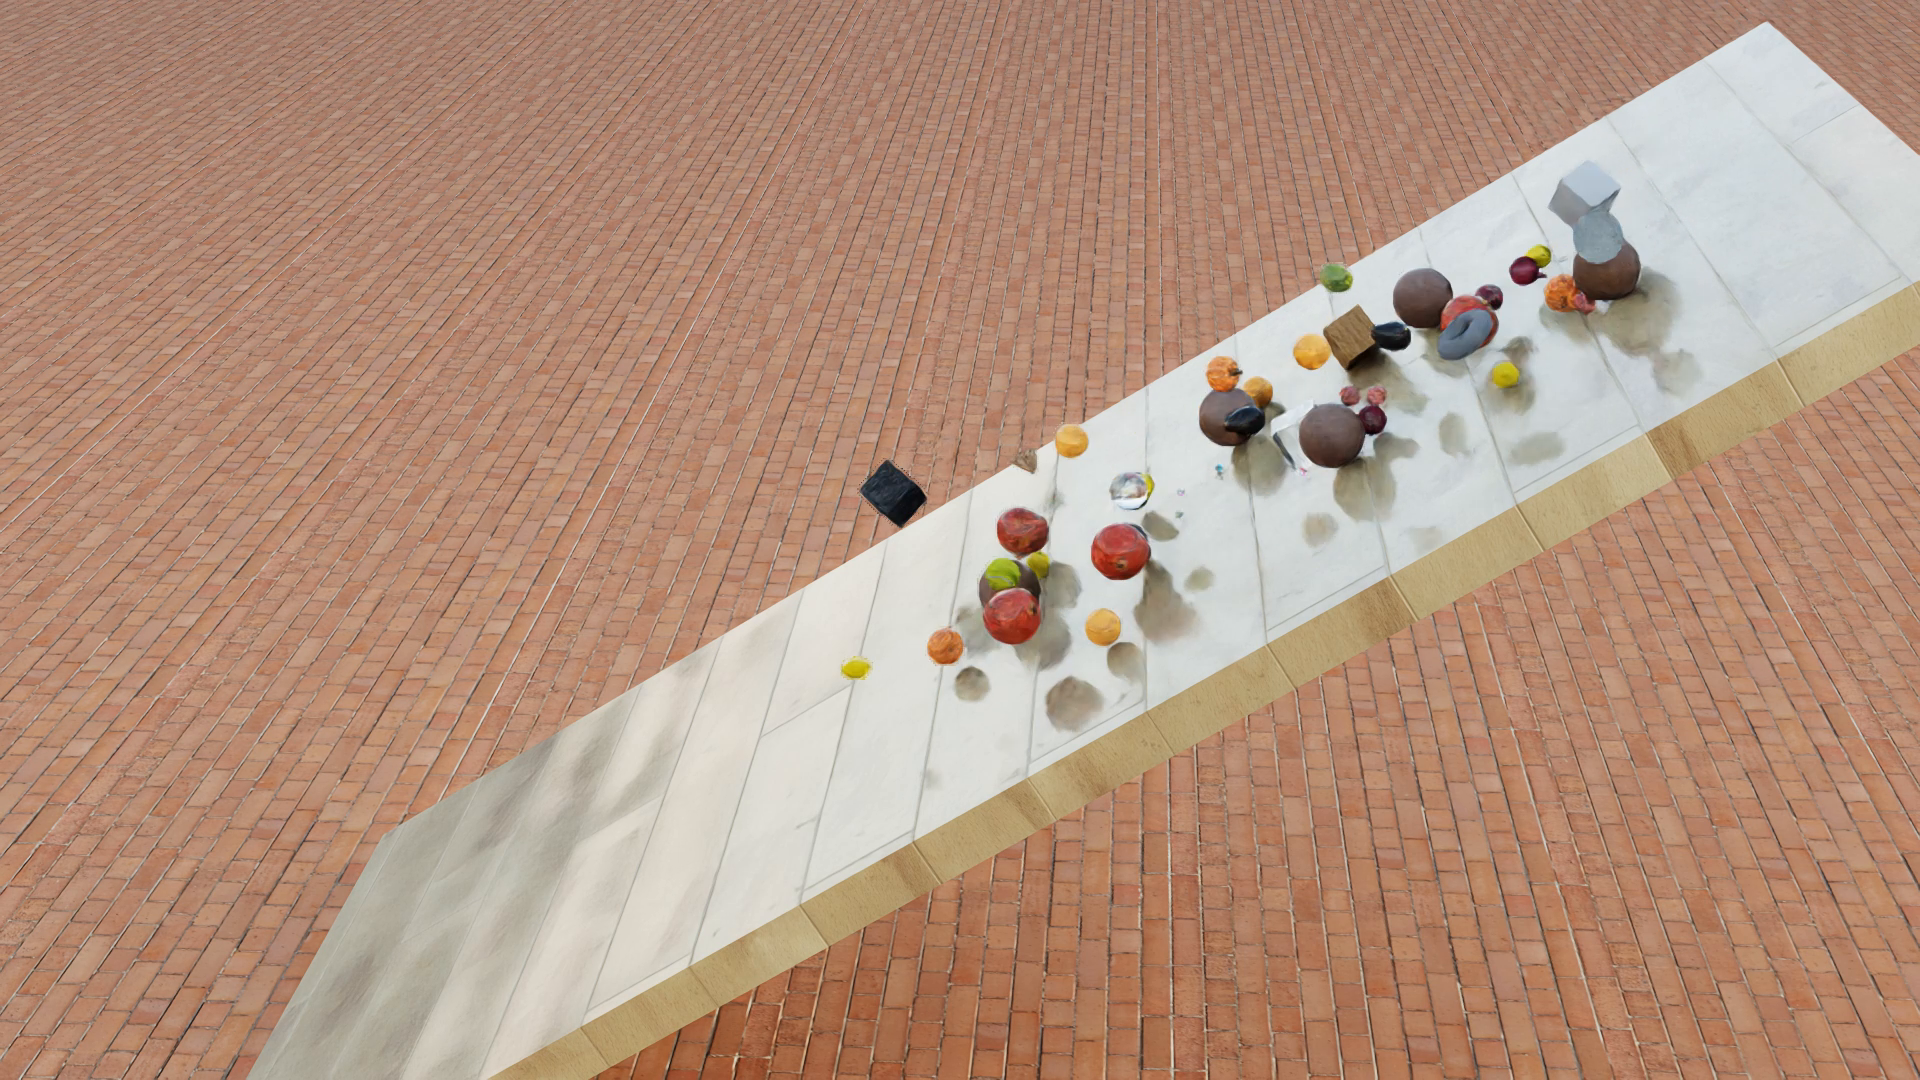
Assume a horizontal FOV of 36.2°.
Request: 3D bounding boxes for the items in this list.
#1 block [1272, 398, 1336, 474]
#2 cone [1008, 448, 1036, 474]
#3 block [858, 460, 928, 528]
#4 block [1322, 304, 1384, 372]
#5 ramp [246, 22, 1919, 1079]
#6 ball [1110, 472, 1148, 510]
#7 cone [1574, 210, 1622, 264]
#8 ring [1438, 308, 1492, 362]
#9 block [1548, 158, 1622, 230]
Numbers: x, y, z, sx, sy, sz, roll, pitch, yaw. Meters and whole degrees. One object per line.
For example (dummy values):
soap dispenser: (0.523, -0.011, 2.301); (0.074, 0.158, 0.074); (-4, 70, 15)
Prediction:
block: (0.695, -0.211, 5.939); (0.095, 0.095, 0.095); (-30, 15, 16)
cone: (0.142, -0.187, 6.954); (0.062, 0.062, 0.062); (-2, 18, 21)
block: (-0.154, -0.106, 6.813); (0.097, 0.097, 0.097); (40, -3, 27)
block: (0.838, -0.431, 6.279); (0.090, 0.090, 0.090); (-35, -11, -4)
ramp: (0.140, 0.170, 6.293); (4.000, 0.100, 2.000); (-30, 15, 13)
ball: (0.329, -0.096, 5.736); (0.075, 0.075, 0.075); (0, 20, 0)
cone: (1.203, -0.578, 5.629); (0.100, 0.100, 0.100); (-3, 4, -9)
ring: (0.960, -0.390, 5.595); (0.122, 0.041, 0.122); (-40, 19, 17)
block: (1.261, -0.692, 5.935); (0.090, 0.090, 0.090); (-37, 70, -25)
